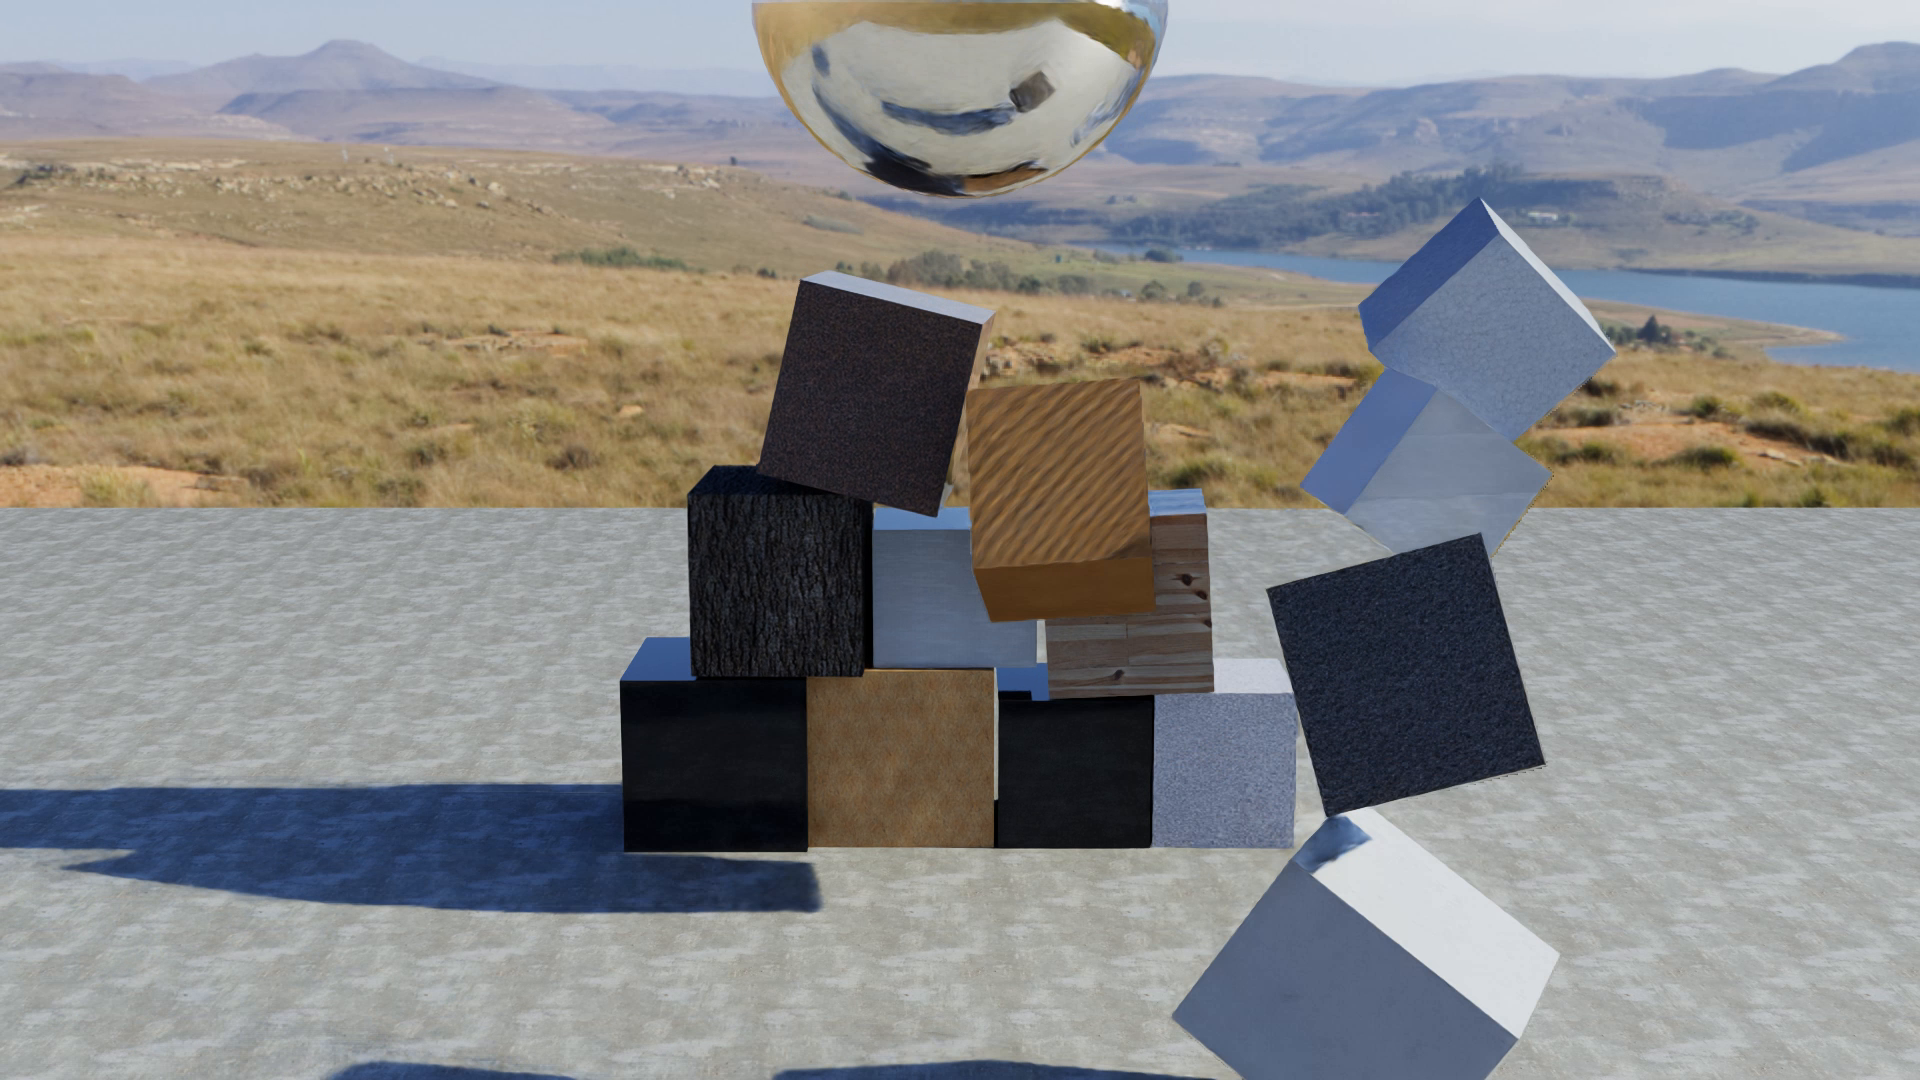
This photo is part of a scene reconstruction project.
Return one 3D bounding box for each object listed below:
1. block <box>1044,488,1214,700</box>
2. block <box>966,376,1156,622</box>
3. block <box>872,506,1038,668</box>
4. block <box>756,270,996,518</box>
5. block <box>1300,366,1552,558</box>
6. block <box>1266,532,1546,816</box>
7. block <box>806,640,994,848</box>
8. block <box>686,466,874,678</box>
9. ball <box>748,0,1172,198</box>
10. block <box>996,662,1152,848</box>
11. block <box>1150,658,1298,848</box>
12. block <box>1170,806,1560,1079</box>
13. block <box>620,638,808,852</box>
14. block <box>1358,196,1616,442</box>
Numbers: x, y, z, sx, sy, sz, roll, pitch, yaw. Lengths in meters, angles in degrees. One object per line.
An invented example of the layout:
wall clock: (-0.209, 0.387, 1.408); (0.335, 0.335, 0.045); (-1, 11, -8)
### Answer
block: (0.851, 0.261, 11.192); (0.818, 0.898, 0.763); (-3, 10, 5)
block: (0.483, -0.172, 10.320); (0.796, 0.859, 0.880); (-4, -18, 5)
block: (-0.028, 0.232, 11.242); (0.815, 0.700, 0.678); (0, 10, -1)
block: (-0.394, -0.748, 10.910); (0.887, 0.950, 0.988); (14, 10, 2)
block: (2.093, -0.272, 9.973); (0.658, 0.687, 0.730); (35, 6, -12)
block: (1.515, 0.471, 7.495); (0.712, 0.765, 0.798); (-15, -8, 10)
block: (-0.296, 1.025, 11.382); (0.931, 0.911, 0.820); (0, 10, 0)
block: (-0.888, 0.138, 11.189); (0.842, 0.903, 0.977); (0, 10, 1)
ball: (0.000, -2.100, 8.324); (1.600, 1.600, 1.600); (0, 10, 0)
block: (0.572, 1.101, 11.369); (0.762, 0.765, 0.802); (0, 10, 0)
block: (1.323, 1.088, 11.350); (0.711, 0.799, 0.740); (0, 10, 0)
block: (1.438, 1.570, 7.751); (0.925, 0.754, 0.827); (38, 22, 14)
block: (-1.220, 1.040, 11.377); (0.914, 0.883, 0.956); (0, 10, 0)
block: (2.595, -1.053, 10.948); (0.818, 0.821, 0.888); (43, 19, -10)
